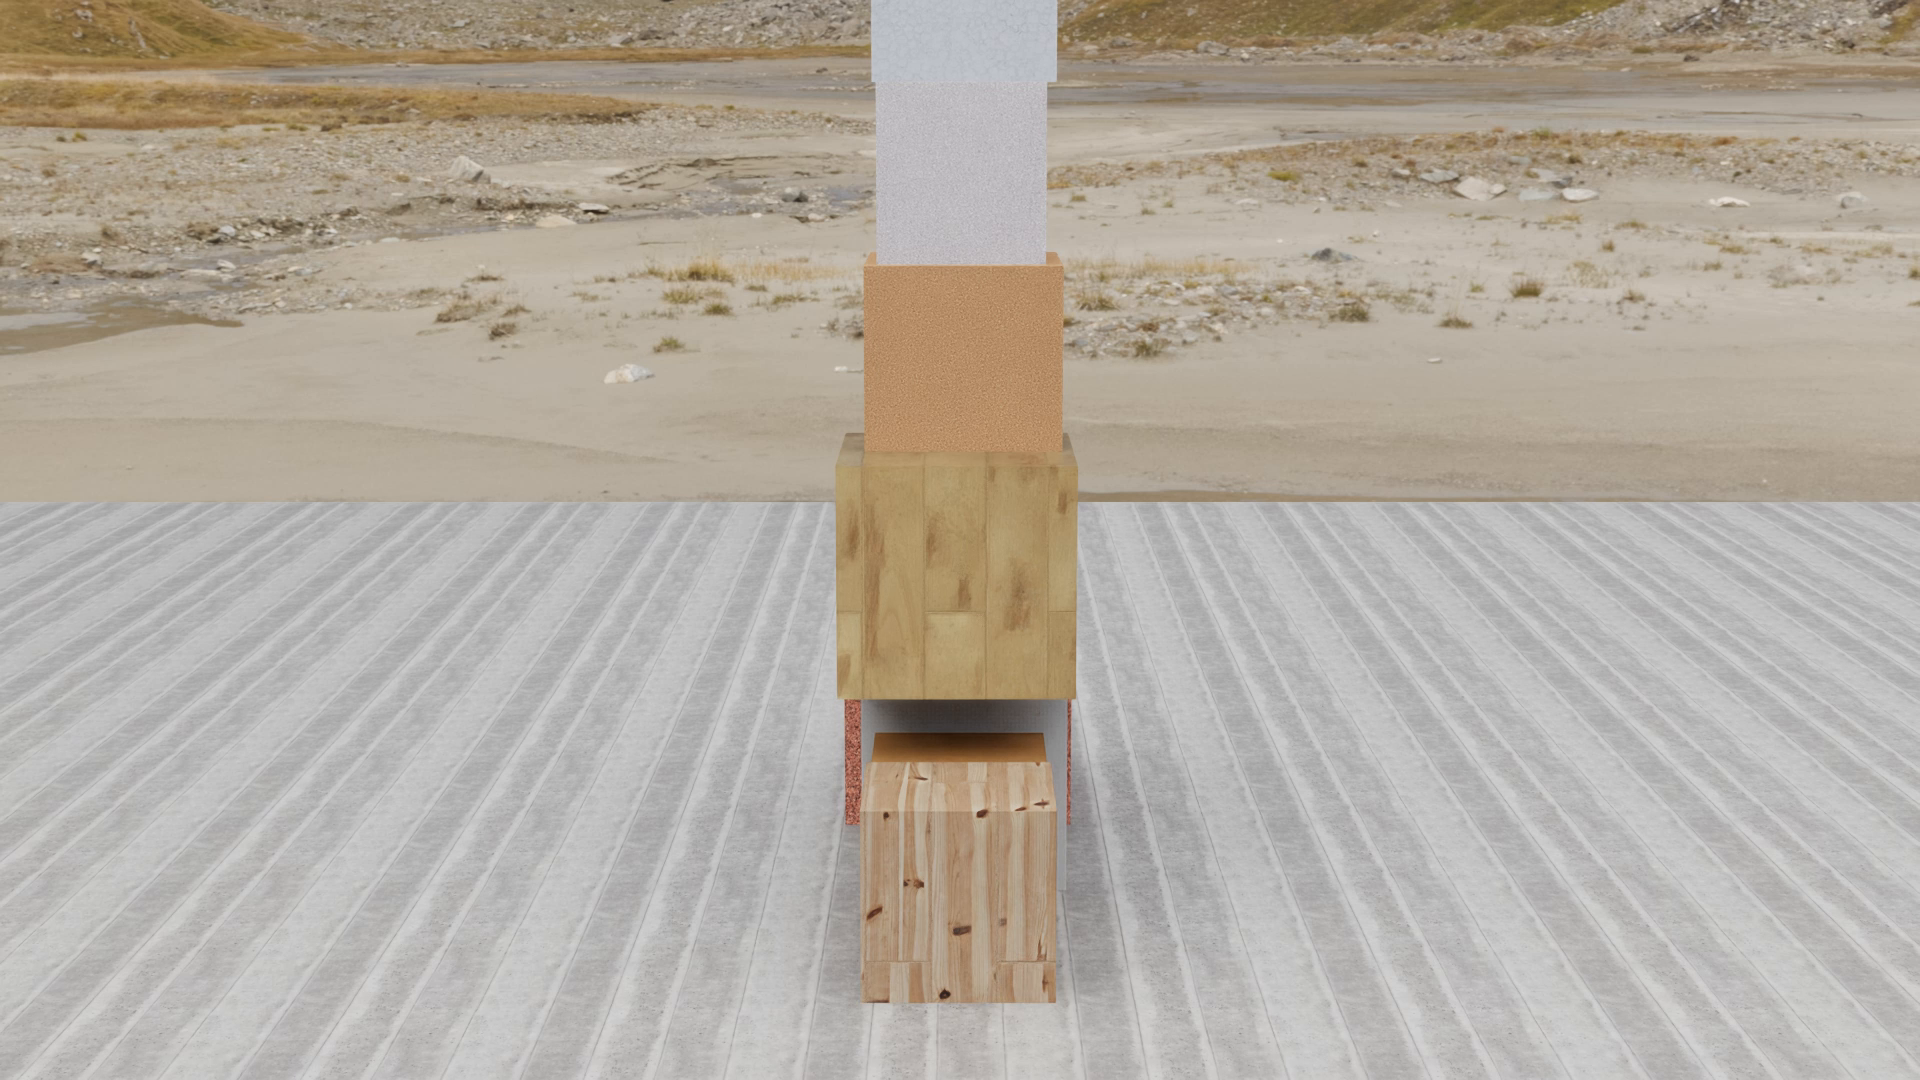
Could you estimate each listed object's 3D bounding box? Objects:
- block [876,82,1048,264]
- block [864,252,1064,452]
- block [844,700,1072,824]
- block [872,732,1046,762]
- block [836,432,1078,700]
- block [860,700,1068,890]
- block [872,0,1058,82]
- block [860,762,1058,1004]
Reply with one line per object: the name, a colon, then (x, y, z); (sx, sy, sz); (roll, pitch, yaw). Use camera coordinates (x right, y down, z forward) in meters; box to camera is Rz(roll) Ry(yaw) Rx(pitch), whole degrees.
block: (0.006, -1.568, 10.895); (0.701, 0.745, 0.691); (0, 10, 0)
block: (0.015, -0.823, 11.031); (0.823, 0.769, 0.856); (0, 10, 0)
block: (-0.010, 0.736, 12.517); (1.065, 1.073, 0.946); (0, 10, 0)
block: (-0.003, 1.237, 10.781); (0.723, 0.709, 0.658); (0, 10, 0)
block: (-0.014, 0.089, 10.838); (0.972, 0.957, 0.981); (0, 10, 0)
block: (0.018, 0.948, 11.569); (0.889, 0.995, 0.975); (0, 10, 0)
block: (0.017, -2.289, 10.764); (0.758, 0.720, 0.652); (0, 10, 0)
block: (-0.006, 1.335, 10.097); (0.745, 0.760, 0.704); (0, 10, 0)
